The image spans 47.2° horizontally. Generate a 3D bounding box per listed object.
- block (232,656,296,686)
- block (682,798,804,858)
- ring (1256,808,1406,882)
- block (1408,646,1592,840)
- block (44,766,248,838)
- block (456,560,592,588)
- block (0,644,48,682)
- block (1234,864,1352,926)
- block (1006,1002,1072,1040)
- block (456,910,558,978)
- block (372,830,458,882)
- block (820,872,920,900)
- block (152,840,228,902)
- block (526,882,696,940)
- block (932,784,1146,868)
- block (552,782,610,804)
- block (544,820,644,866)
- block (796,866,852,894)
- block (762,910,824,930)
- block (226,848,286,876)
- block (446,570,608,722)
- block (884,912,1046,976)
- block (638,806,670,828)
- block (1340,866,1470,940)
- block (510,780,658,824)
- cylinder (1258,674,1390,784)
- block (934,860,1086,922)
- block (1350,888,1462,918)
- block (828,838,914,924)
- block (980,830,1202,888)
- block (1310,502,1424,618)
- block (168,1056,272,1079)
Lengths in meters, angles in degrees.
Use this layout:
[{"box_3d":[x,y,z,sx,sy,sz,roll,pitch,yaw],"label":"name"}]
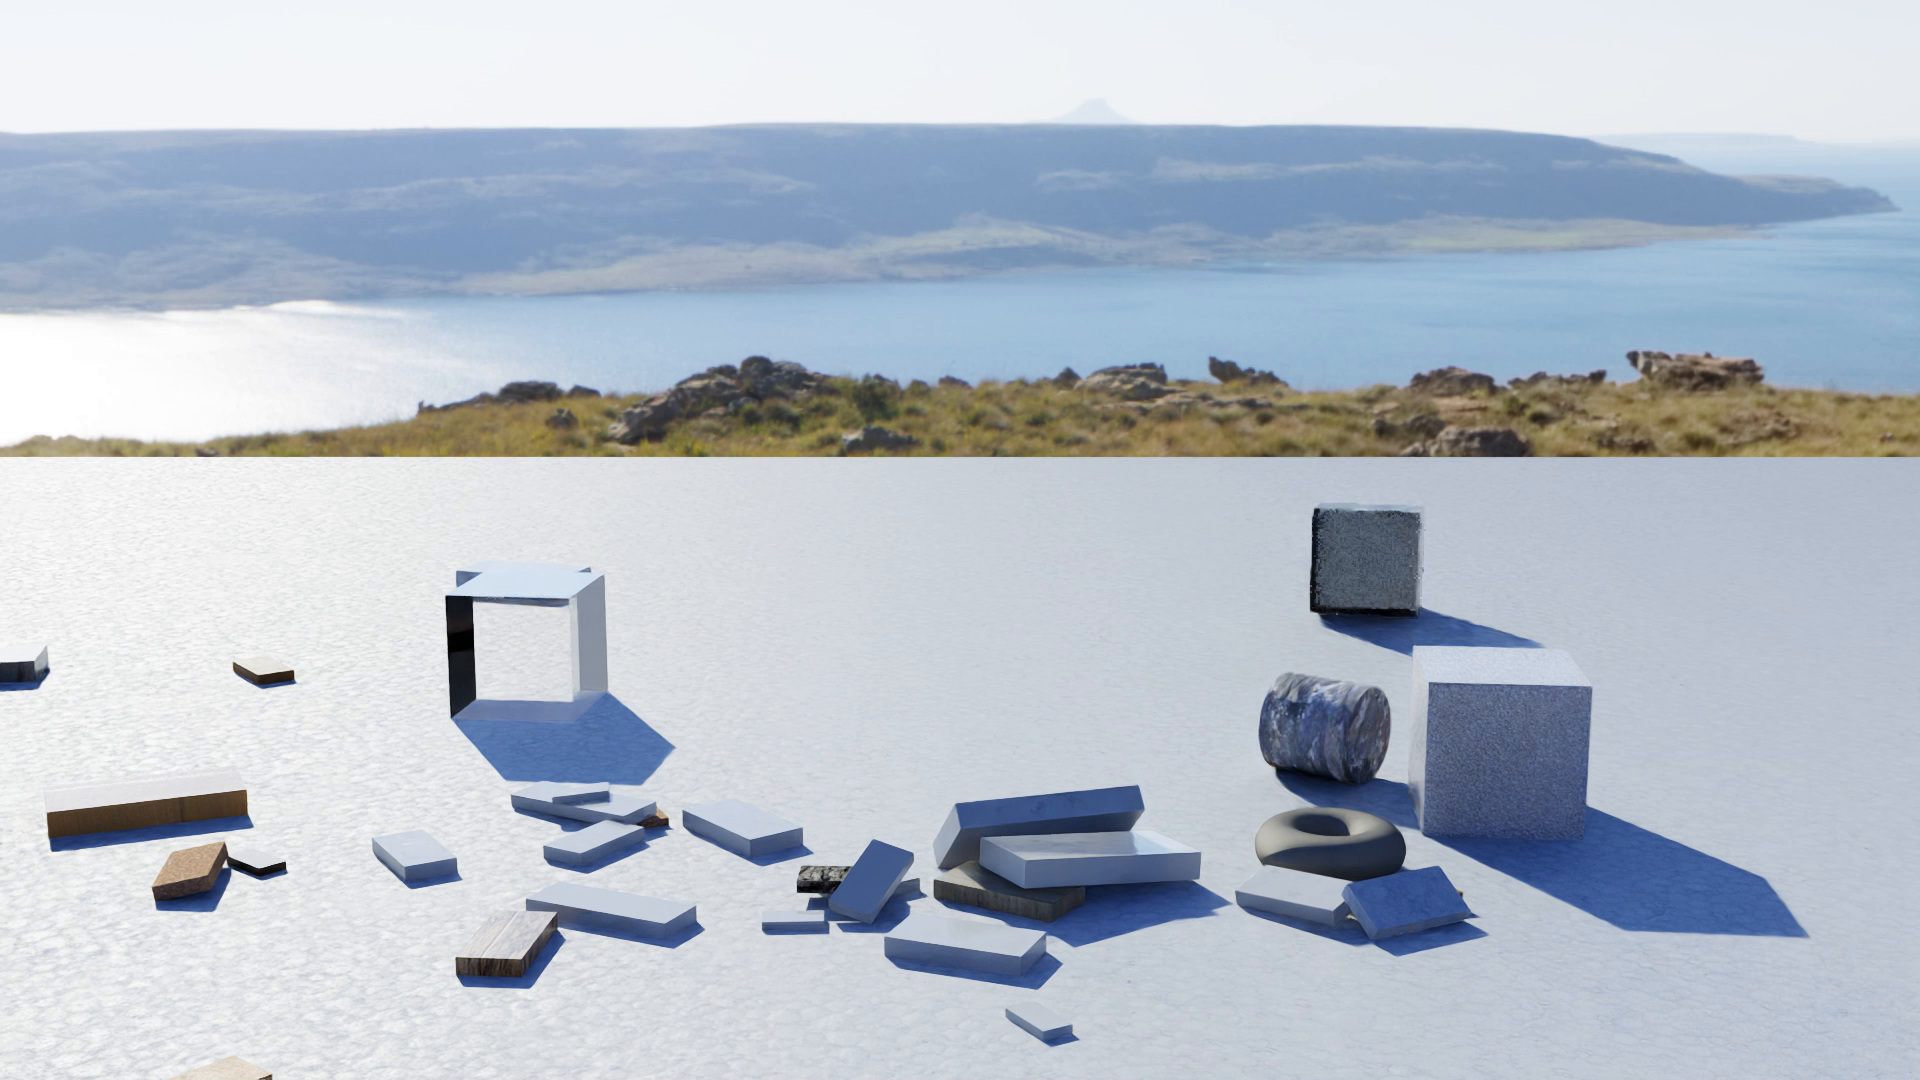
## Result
[{"box_3d":[-1.628,0.305,5.140,0.086,0.024,0.171,-8,13,-37],"label":"block"},{"box_3d":[-0.394,0.518,3.971,0.112,0.032,0.225,-8,13,-38],"label":"block"},{"box_3d":[0.636,0.527,3.780,0.258,0.086,0.258,0,9,0],"label":"ring"},{"box_3d":[0.992,0.370,4.070,0.285,0.285,0.285,1,11,6],"label":"block"},{"box_3d":[-1.517,0.486,4.097,0.345,0.049,0.172,-5,12,-24],"label":"block"},{"box_3d":[-1.222,0.103,6.164,0.333,0.047,0.167,3,11,17],"label":"block"},{"box_3d":[-2.406,0.297,5.111,0.509,0.049,0.172,-2,11,-13],"label":"block"},{"box_3d":[0.554,0.577,3.580,0.189,0.027,0.094,5,24,42],"label":"block"},{"box_3d":[0.112,0.683,3.127,0.050,0.014,0.099,-6,12,-31],"label":"block"},{"box_3d":[-0.700,0.624,3.407,0.102,0.029,0.203,1,11,5],"label":"block"},{"box_3d":[-0.950,0.547,3.827,0.092,0.026,0.185,-6,12,-31],"label":"block"},{"box_3d":[-0.151,0.578,3.675,0.152,0.022,0.076,-7,13,-33],"label":"block"},{"box_3d":[-1.302,0.559,3.722,0.091,0.026,0.183,-11,12,-7],"label":"block"},{"box_3d":[-0.565,0.598,3.556,0.268,0.026,0.092,5,12,25],"label":"block"},{"box_3d":[0.135,0.494,3.788,0.333,0.047,0.167,-4,-30,-18],"label":"block"},{"box_3d":[-0.705,0.471,4.089,0.104,0.015,0.052,-6,13,-8],"label":"block"},{"box_3d":[-0.648,0.536,3.894,0.086,0.024,0.171,6,12,31],"label":"block"},{"box_3d":[-0.191,0.562,3.641,0.152,0.022,0.076,0,11,2],"label":"block"},{"box_3d":[-0.268,0.610,3.525,0.099,0.014,0.050,-1,11,-3],"label":"block"},{"box_3d":[-1.217,0.557,3.804,0.104,0.015,0.052,9,14,40],"label":"block"},{"box_3d":[-0.951,0.231,4.853,0.274,0.274,0.274,1,11,7],"label":"block"},{"box_3d":[0.009,0.624,3.398,0.225,0.032,0.113,4,11,22],"label":"block"},{"box_3d":[-0.578,0.509,4.064,0.052,0.015,0.104,-5,12,-24],"label":"block"},{"box_3d":[0.713,0.580,3.520,0.189,0.027,0.095,-6,45,-28],"label":"block"},{"box_3d":[-0.701,0.491,4.088,0.294,0.024,0.085,5,15,35],"label":"block"},{"box_3d":[0.719,0.370,4.331,0.190,0.190,0.190,8,13,36],"label":"cylinder"},{"box_3d":[0.081,0.580,3.636,0.225,0.032,0.113,7,12,31],"label":"block"},{"box_3d":[0.718,0.587,3.613,0.189,0.027,0.095,-4,11,-18],"label":"block"},{"box_3d":[-0.144,0.556,3.586,0.076,0.022,0.152,16,41,21],"label":"block"},{"box_3d":[0.220,0.537,3.707,0.333,0.047,0.167,1,5,-26],"label":"block"},{"box_3d":[1.070,0.048,5.777,0.269,0.269,0.269,3,5,14],"label":"block"},{"box_3d":[-1.002,0.725,2.868,0.091,0.026,0.183,9,14,39],"label":"block"}]
